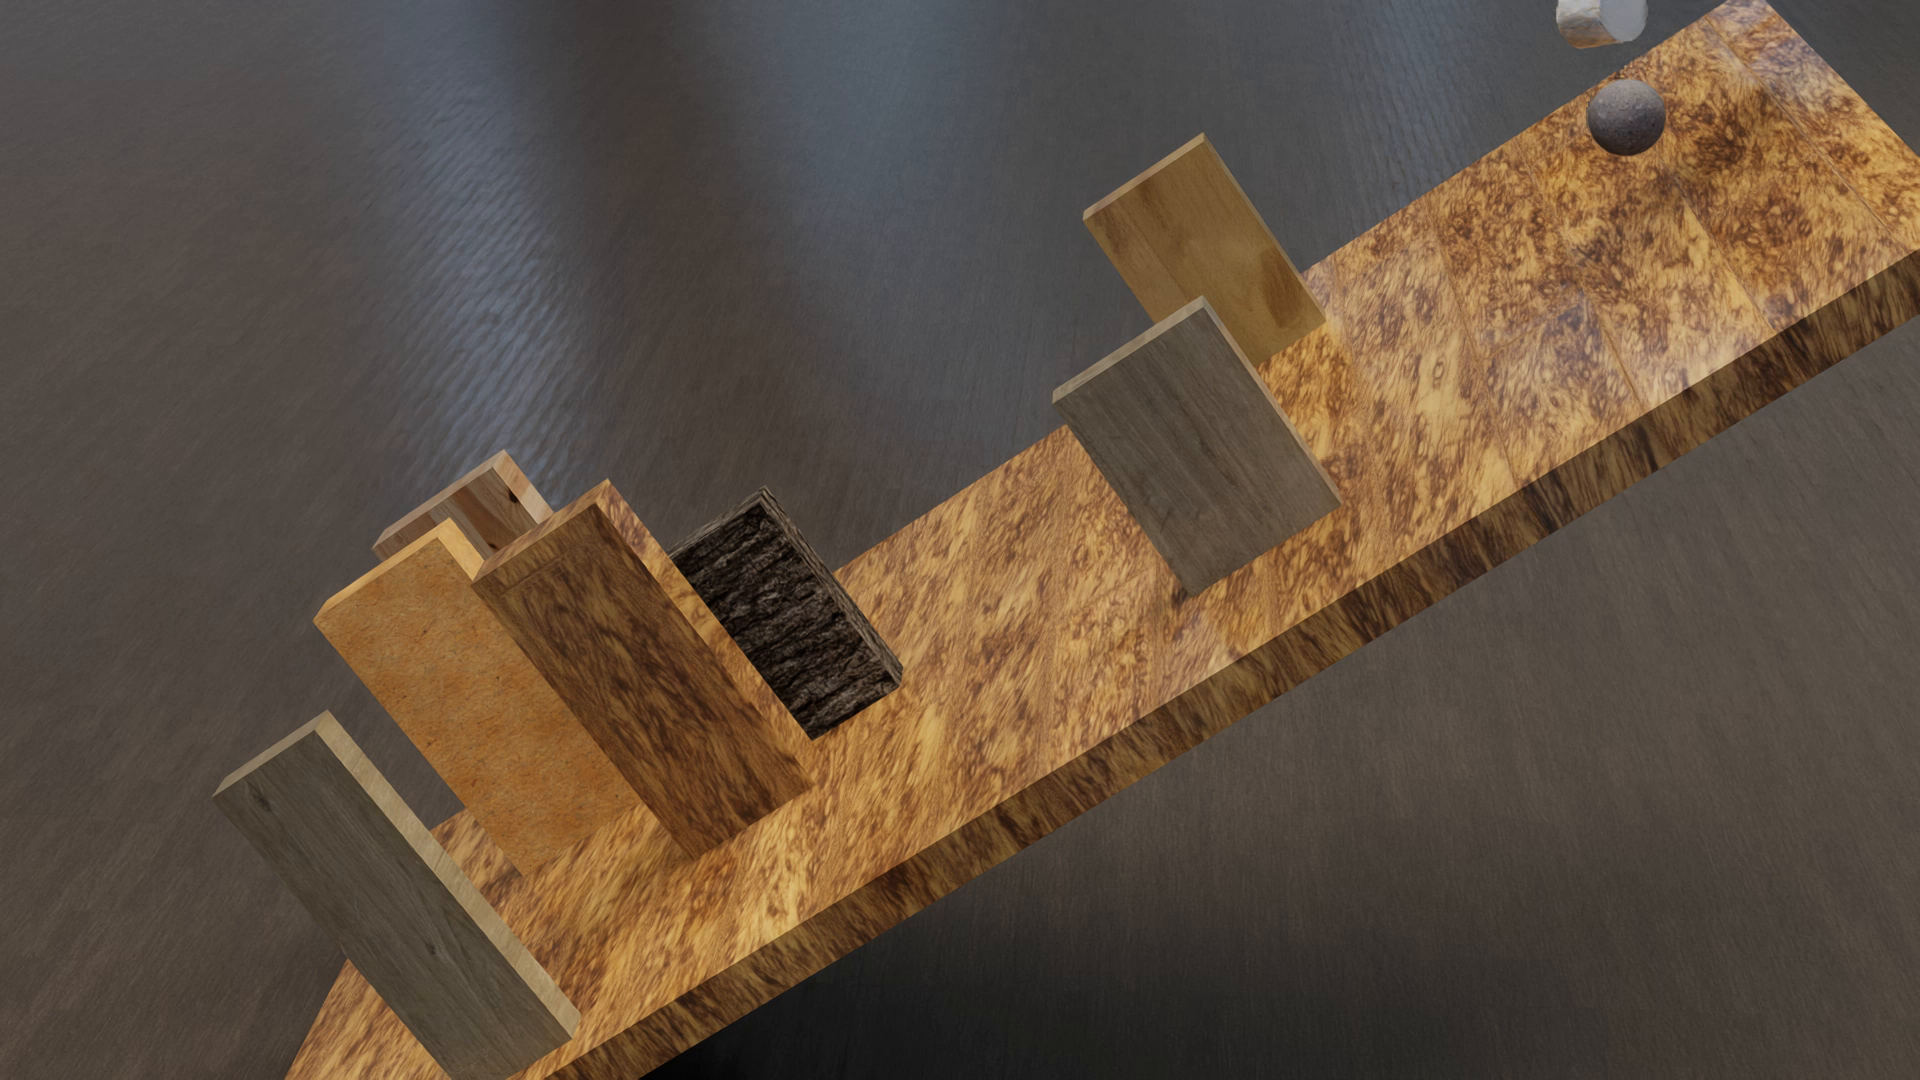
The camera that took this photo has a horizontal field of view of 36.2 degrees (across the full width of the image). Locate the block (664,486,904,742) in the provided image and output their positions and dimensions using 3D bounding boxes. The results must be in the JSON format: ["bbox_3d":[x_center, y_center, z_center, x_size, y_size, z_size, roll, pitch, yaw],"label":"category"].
[{"bbox_3d":[-0.412,0.188,6.308,0.347,0.507,0.104,-32,16,15],"label":"block"}]

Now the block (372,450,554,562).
[{"bbox_3d":[-1.063,0.187,7.288,0.382,0.743,0.130,-32,16,15],"label":"block"}]

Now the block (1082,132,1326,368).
[{"bbox_3d":[0.549,-0.613,6.585,0.321,0.497,0.087,-32,16,15],"label":"block"}]

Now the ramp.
[{"bbox_3d":[0.135,0.174,6.306,4.000,0.100,2.000,-32,16,15],"label":"ramp"}]

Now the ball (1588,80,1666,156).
[{"bbox_3d":[1.324,-0.839,5.839,0.151,0.151,0.151,0,21,0],"label":"ball"}]

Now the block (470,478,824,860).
[{"bbox_3d":[-0.642,0.274,6.093,0.325,0.751,0.139,-32,16,15],"label":"block"}]

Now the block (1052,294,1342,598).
[{"bbox_3d":[0.448,-0.174,5.561,0.339,0.471,0.081,-32,16,15],"label":"block"}]

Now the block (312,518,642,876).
[{"bbox_3d":[-1.086,0.365,6.753,0.367,0.774,0.122,-32,16,15],"label":"block"}]

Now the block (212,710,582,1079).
[{"bbox_3d":[-1.083,0.713,5.687,0.258,0.793,0.092,-32,16,15],"label":"block"}]
